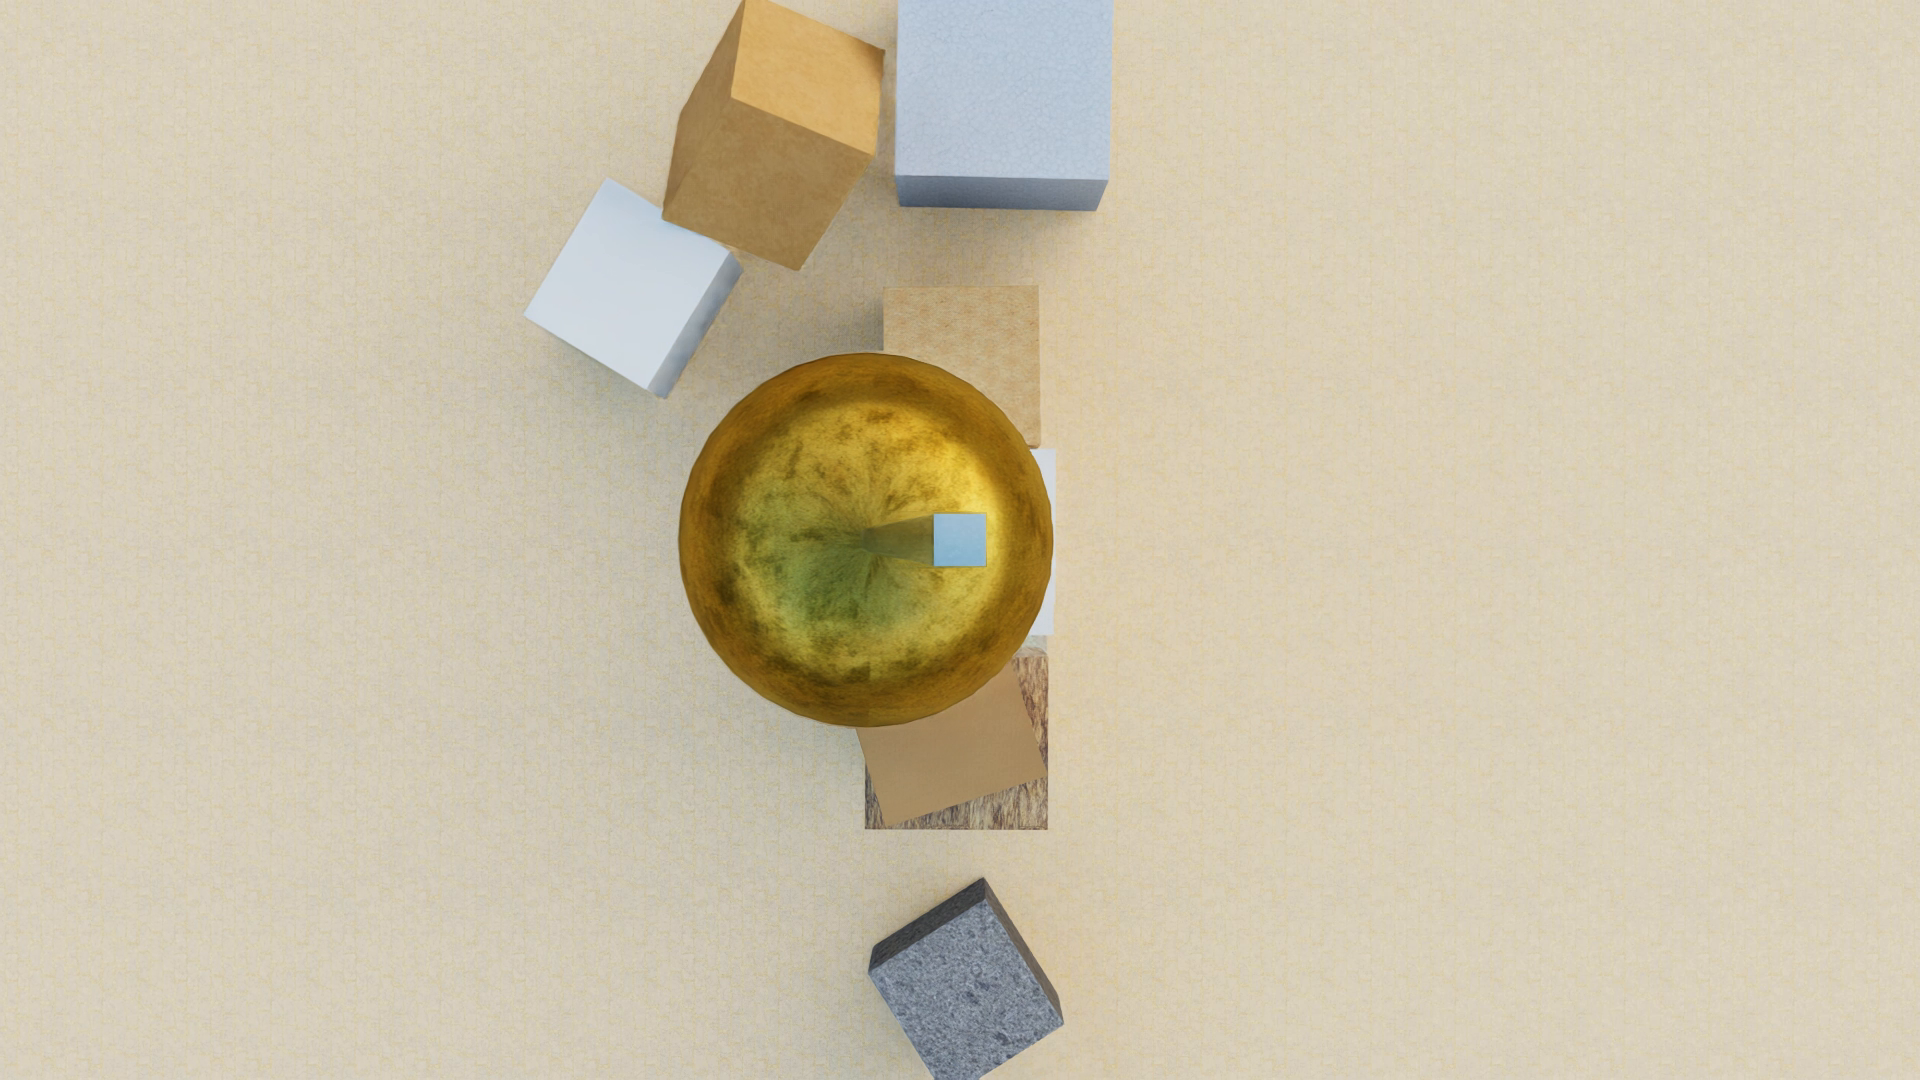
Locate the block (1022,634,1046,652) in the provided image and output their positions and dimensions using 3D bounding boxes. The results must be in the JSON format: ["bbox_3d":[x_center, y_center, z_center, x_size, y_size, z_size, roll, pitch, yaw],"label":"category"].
[{"bbox_3d":[-0.001,0.958,12.500,0.949,1.000,0.866,0,90,0],"label":"block"}]

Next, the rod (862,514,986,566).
[{"bbox_3d":[-0.172,0.000,5.963,0.080,5.200,0.080,0,90,-4],"label":"rod"}]

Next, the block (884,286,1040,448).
[{"bbox_3d":[0.010,-0.967,12.608,0.866,0.784,0.888,-1,90,0],"label":"block"}]

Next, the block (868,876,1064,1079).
[{"bbox_3d":[0.033,2.544,12.596,0.773,0.809,0.824,-32,90,0],"label":"block"}]

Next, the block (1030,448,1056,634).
[{"bbox_3d":[0.011,0.006,12.540,1.021,0.920,1.021,1,90,0],"label":"block"}]

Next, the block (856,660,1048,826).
[{"bbox_3d":[-0.078,0.863,10.641,0.784,0.887,0.733,-18,90,0],"label":"block"}]

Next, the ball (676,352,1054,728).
[{"bbox_3d":[-0.398,0.000,9.355,1.600,1.600,1.600,0,90,0],"label":"ball"}]

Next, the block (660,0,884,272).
[{"bbox_3d":[-1.025,-2.227,12.074,0.823,0.995,0.850,19,50,-20],"label":"block"}]

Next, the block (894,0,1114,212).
[{"bbox_3d":[0.240,-2.555,12.431,1.160,1.138,1.196,1,90,0],"label":"block"}]

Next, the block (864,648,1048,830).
[{"bbox_3d":[-0.017,1.024,11.543,0.924,0.916,0.874,0,90,0],"label":"block"}]

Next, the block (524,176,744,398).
[{"bbox_3d":[-1.842,-1.418,12.561,0.791,0.871,0.894,31,90,0],"label":"block"}]
